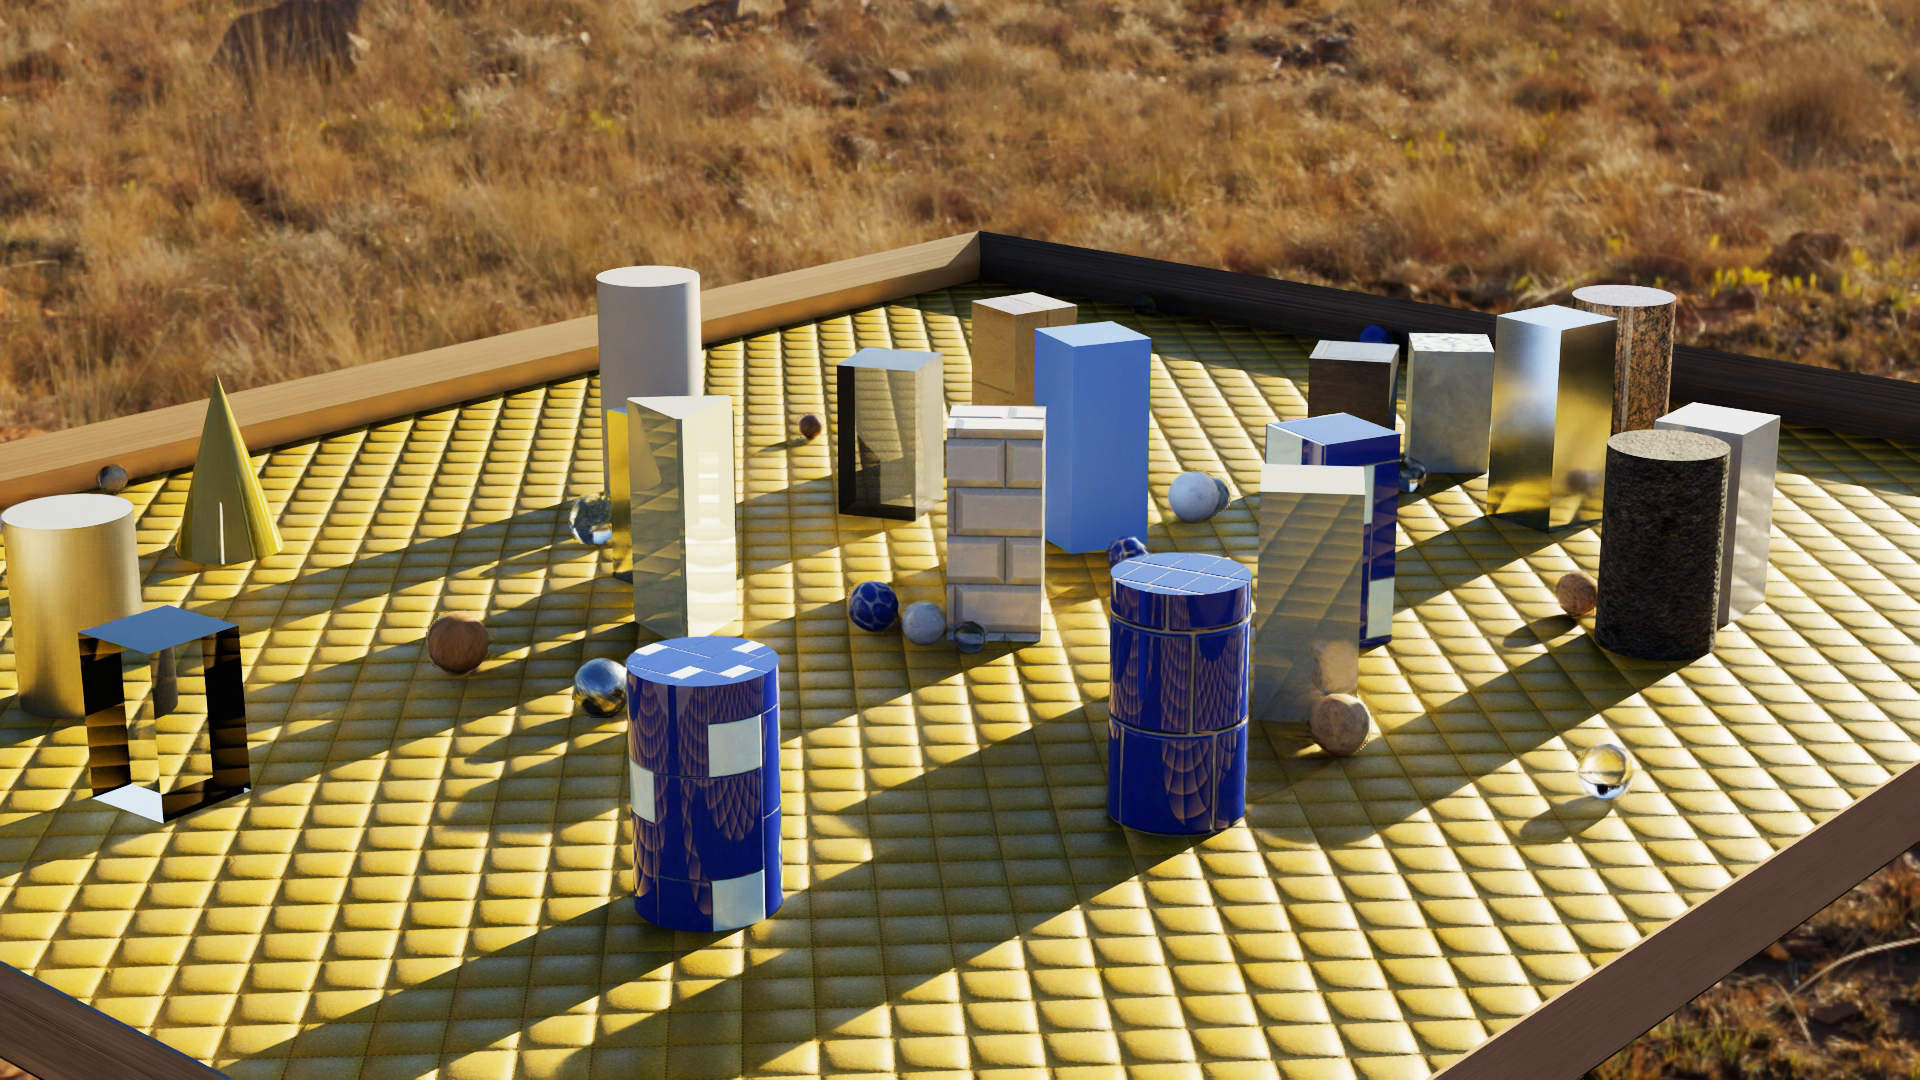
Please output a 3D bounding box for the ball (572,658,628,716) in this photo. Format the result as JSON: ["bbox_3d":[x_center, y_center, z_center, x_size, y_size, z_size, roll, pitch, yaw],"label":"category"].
[{"bbox_3d":[-0.554,0.228,4.537,0.091,0.091,0.091,0,17,0],"label":"ball"}]

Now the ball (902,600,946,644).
[{"bbox_3d":[-0.060,0.136,4.872,0.074,0.074,0.074,0,17,0],"label":"ball"}]

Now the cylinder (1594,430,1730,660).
[{"bbox_3d":[1.158,0.007,4.840,0.197,0.339,0.197,0,17,0],"label":"cylinder"}]

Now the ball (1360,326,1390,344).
[{"bbox_3d":[0.972,-0.464,6.864,0.073,0.073,0.073,0,17,0],"label":"ball"}]

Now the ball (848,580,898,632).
[{"bbox_3d":[-0.147,0.111,4.937,0.085,0.085,0.085,0,17,0],"label":"ball"}]

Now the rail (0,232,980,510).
[{"bbox_3d":[-1.297,-0.293,6.198,0.045,0.128,4.160,14,22,39],"label":"rail"}]

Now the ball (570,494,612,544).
[{"bbox_3d":[-0.674,-0.038,5.416,0.094,0.094,0.094,0,17,0],"label":"ball"}]

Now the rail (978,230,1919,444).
[{"bbox_3d":[1.348,-0.416,6.607,3.482,0.128,0.045,14,22,39],"label":"rail"}]

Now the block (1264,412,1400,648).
[{"bbox_3d":[0.612,-0.011,4.866,0.157,0.359,0.157,-9,19,-28],"label":"block"}]

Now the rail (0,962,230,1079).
[{"bbox_3d":[-1.348,0.480,3.633,3.482,0.128,0.045,14,22,39],"label":"rail"}]

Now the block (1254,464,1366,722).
[{"bbox_3d":[0.540,0.082,4.543,0.157,0.367,0.157,2,17,6],"label":"block"}]

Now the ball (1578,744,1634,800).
[{"bbox_3d":[0.928,0.333,4.211,0.079,0.079,0.079,0,17,0],"label":"ball"}]

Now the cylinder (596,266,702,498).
[{"bbox_3d":[-0.598,-0.297,5.681,0.197,0.436,0.197,0,17,0],"label":"cylinder"}]

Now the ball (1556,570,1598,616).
[{"bbox_3d":[1.058,0.091,5.018,0.076,0.076,0.076,0,17,0],"label":"ball"}]

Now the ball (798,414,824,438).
[{"bbox_3d":[-0.313,-0.239,6.156,0.051,0.051,0.051,0,17,0],"label":"ball"}]

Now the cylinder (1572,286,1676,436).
[{"bbox_3d":[1.285,-0.287,5.727,0.197,0.389,0.197,0,17,0],"label":"cylinder"}]

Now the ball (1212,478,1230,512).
[{"bbox_3d":[0.484,-0.088,5.629,0.066,0.066,0.066,0,17,0],"label":"ball"}]

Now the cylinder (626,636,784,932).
[{"bbox_3d":[-0.331,0.316,3.821,0.197,0.336,0.197,0,17,0],"label":"cylinder"}]

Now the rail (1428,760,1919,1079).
[{"bbox_3d":[1.297,0.357,4.042,0.045,0.128,4.160,14,22,39],"label":"rail"}]

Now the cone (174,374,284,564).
[{"bbox_3d":[-1.346,-0.144,5.354,0.197,0.332,0.197,0,17,0],"label":"cone"}]

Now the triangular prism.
[{"bbox_3d":[-0.444,-0.042,4.915,0.148,0.390,0.170,-12,20,-34],"label":"triangular prism"}]

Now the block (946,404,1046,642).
[{"bbox_3d":[0.061,-0.030,4.916,0.157,0.365,0.157,1,17,3],"label":"block"}]

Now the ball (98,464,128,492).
[{"bbox_3d":[-1.663,-0.121,5.757,0.055,0.055,0.055,0,17,0],"label":"ball"}]

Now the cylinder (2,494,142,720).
[{"bbox_3d":[-1.381,0.102,4.582,0.197,0.306,0.197,0,17,0],"label":"cylinder"}]

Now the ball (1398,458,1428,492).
[{"bbox_3d":[0.883,-0.127,5.755,0.068,0.068,0.068,0,17,0],"label":"ball"}]

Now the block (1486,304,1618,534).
[{"bbox_3d":[1.117,-0.230,5.541,0.157,0.389,0.157,-12,21,-36],"label":"block"}]

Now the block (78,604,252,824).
[{"bbox_3d":[-1.138,0.246,4.197,0.157,0.252,0.157,12,21,35],"label":"block"}]

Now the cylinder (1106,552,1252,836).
[{"bbox_3d":[0.308,0.215,4.125,0.197,0.353,0.197,0,17,0],"label":"cylinder"}]

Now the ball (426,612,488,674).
[{"bbox_3d":[-0.810,0.166,4.731,0.098,0.098,0.098,0,17,0],"label":"ball"}]

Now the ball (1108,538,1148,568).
[{"bbox_3d":[0.300,0.031,5.222,0.073,0.073,0.073,0,17,0],"label":"ball"}]

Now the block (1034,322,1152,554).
[{"bbox_3d":[0.242,-0.190,5.408,0.157,0.389,0.157,-7,18,-23],"label":"block"}]

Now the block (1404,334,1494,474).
[{"bbox_3d":[0.989,-0.278,5.940,0.157,0.250,0.157,1,17,4],"label":"block"}]

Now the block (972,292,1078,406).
[{"bbox_3d":[0.134,-0.358,6.151,0.157,0.282,0.157,-11,20,-33],"label":"block"}]

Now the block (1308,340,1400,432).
[{"bbox_3d":[0.774,-0.241,5.787,0.157,0.269,0.157,4,17,13],"label":"block"}]

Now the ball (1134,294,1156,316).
[{"bbox_3d":[0.461,-0.587,7.308,0.052,0.052,0.052,0,17,0],"label":"ball"}]

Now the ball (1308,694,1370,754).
[{"bbox_3d":[0.566,0.275,4.383,0.091,0.091,0.091,0,17,0],"label":"ball"}]

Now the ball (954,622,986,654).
[{"bbox_3d":[0.016,0.160,4.830,0.053,0.053,0.053,0,17,0],"label":"ball"}]

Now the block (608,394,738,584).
[{"bbox_3d":[-0.507,-0.080,5.184,0.157,0.308,0.157,-16,23,-42],"label":"block"}]

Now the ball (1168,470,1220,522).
[{"bbox_3d":[0.443,-0.083,5.559,0.097,0.097,0.097,0,17,0],"label":"ball"}]

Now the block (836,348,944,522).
[{"bbox_3d":[-0.133,-0.204,5.621,0.157,0.293,0.157,6,18,18],"label":"block"}]

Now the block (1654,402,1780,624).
[{"bbox_3d":[1.288,-0.047,5.030,0.157,0.334,0.157,12,21,35],"label":"block"}]
